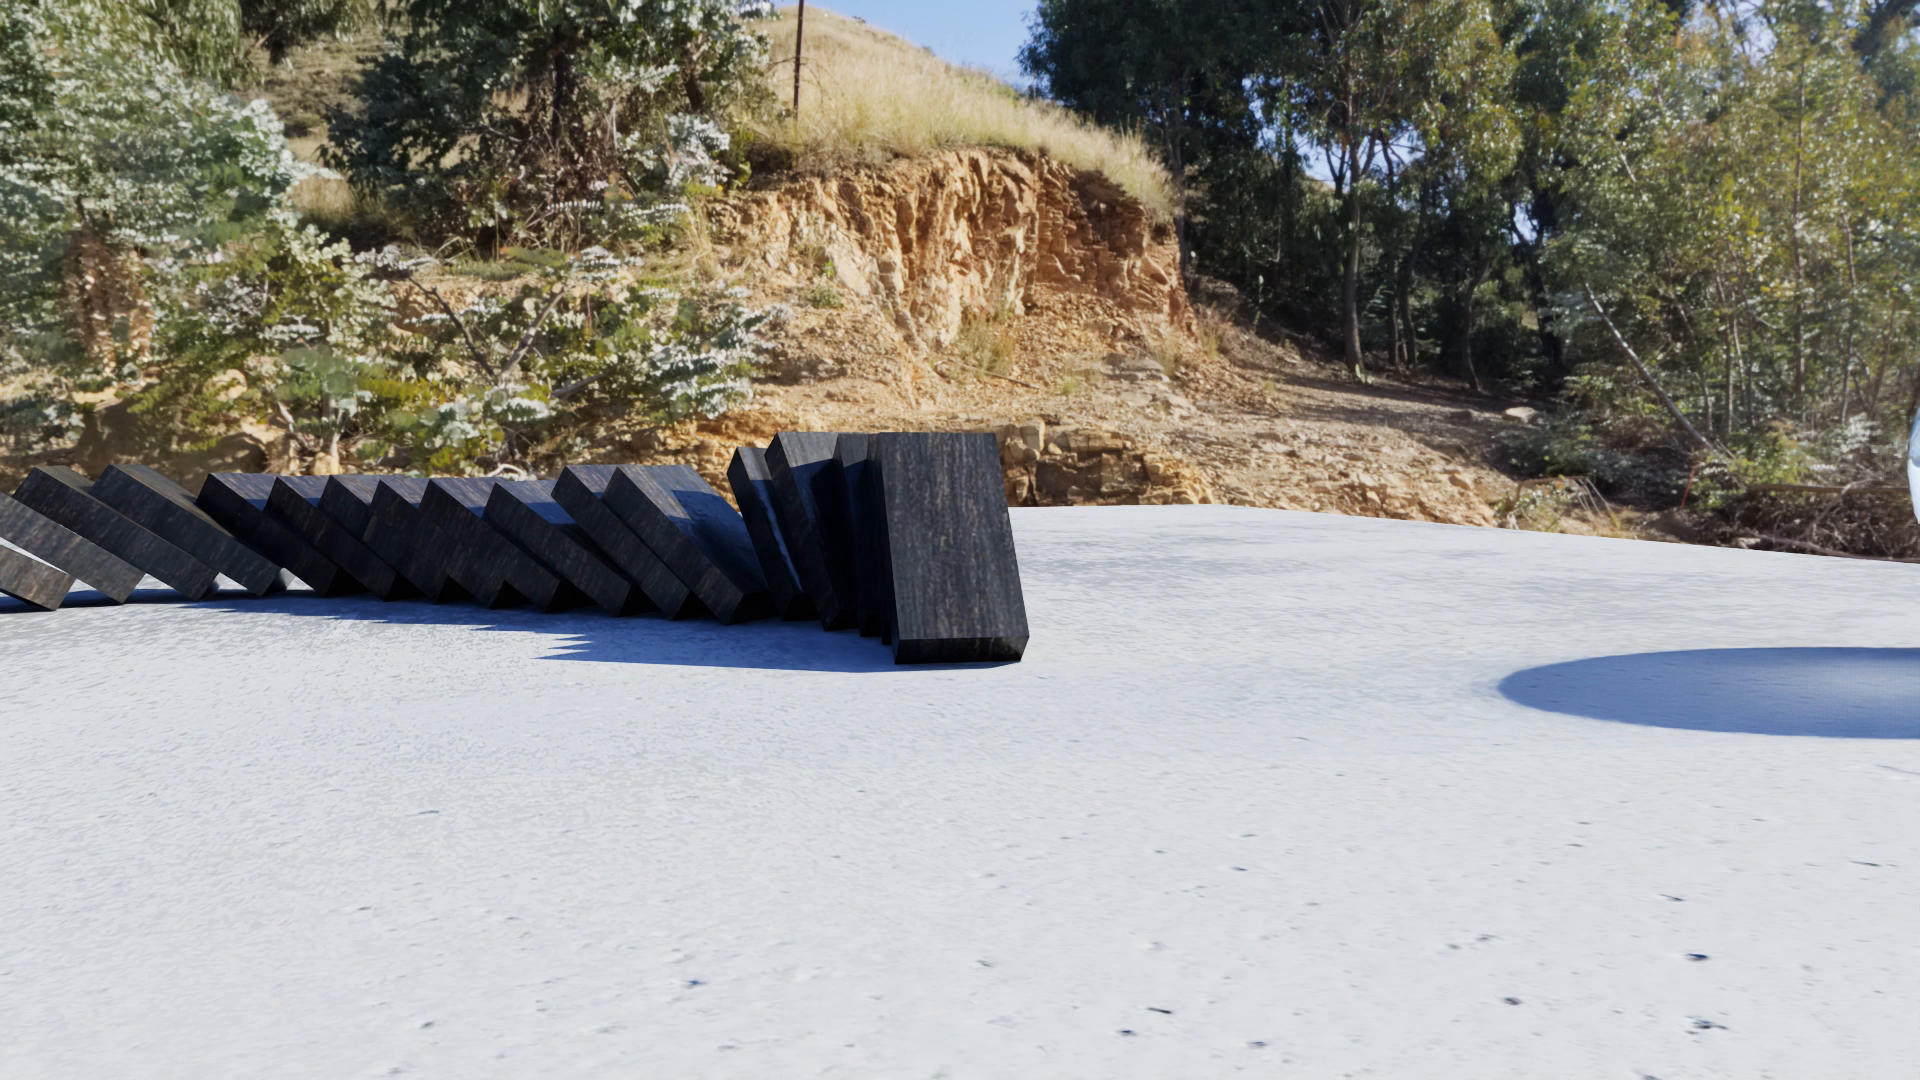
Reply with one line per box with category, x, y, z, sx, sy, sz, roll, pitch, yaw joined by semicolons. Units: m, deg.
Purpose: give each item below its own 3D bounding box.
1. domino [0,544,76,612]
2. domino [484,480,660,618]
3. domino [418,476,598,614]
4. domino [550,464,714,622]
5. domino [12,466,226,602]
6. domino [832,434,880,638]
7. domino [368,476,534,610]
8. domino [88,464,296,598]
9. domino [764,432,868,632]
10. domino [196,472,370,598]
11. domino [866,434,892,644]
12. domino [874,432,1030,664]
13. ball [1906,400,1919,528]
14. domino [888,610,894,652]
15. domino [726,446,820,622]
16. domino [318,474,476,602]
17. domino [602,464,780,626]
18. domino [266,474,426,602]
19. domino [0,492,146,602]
domino;-0.252;0.002;0.319;0.025;0.009;0.050;4;-26;40
domino;-0.096;0.001;0.332;0.050;0.010;0.025;33;17;20
domino;-0.115;0.000;0.339;0.050;0.009;0.025;34;17;20
domino;-0.078;0.000;0.326;0.050;0.009;0.025;41;22;21
domino;-0.227;-0.002;0.350;0.050;0.010;0.025;36;-8;-19
domino;-0.013;-0.002;0.296;0.025;0.050;0.010;-1;-34;-16
domino;-0.132;0.000;0.347;0.050;0.009;0.025;34;17;20
domino;-0.211;-0.003;0.357;0.050;0.009;0.025;35;-6;-13
domino;-0.027;-0.003;0.306;0.025;0.050;0.010;-3;-32;-34
domino;-0.189;-0.002;0.367;0.050;0.009;0.025;33;10;12
domino;-0.006;-0.001;0.284;0.025;0.050;0.010;-1;-35;-10
domino;-0.003;0.001;0.260;0.025;0.050;0.010;-1;-35;-11
ball;0.226;-0.015;0.239;0.080;0.080;0.080;0;4;0
domino;-0.003;0.000;0.272;0.025;0.050;0.009;0;-35;-10
domino;-0.038;-0.002;0.318;0.025;0.009;0.050;1;46;-32
domino;-0.151;-0.001;0.357;0.050;0.009;0.025;34;15;19
domino;-0.063;0.000;0.319;0.050;0.009;0.025;42;24;22
domino;-0.168;-0.001;0.362;0.050;0.009;0.025;34;16;17
domino;-0.242;-0.002;0.336;0.050;0.010;0.025;41;-22;-31
